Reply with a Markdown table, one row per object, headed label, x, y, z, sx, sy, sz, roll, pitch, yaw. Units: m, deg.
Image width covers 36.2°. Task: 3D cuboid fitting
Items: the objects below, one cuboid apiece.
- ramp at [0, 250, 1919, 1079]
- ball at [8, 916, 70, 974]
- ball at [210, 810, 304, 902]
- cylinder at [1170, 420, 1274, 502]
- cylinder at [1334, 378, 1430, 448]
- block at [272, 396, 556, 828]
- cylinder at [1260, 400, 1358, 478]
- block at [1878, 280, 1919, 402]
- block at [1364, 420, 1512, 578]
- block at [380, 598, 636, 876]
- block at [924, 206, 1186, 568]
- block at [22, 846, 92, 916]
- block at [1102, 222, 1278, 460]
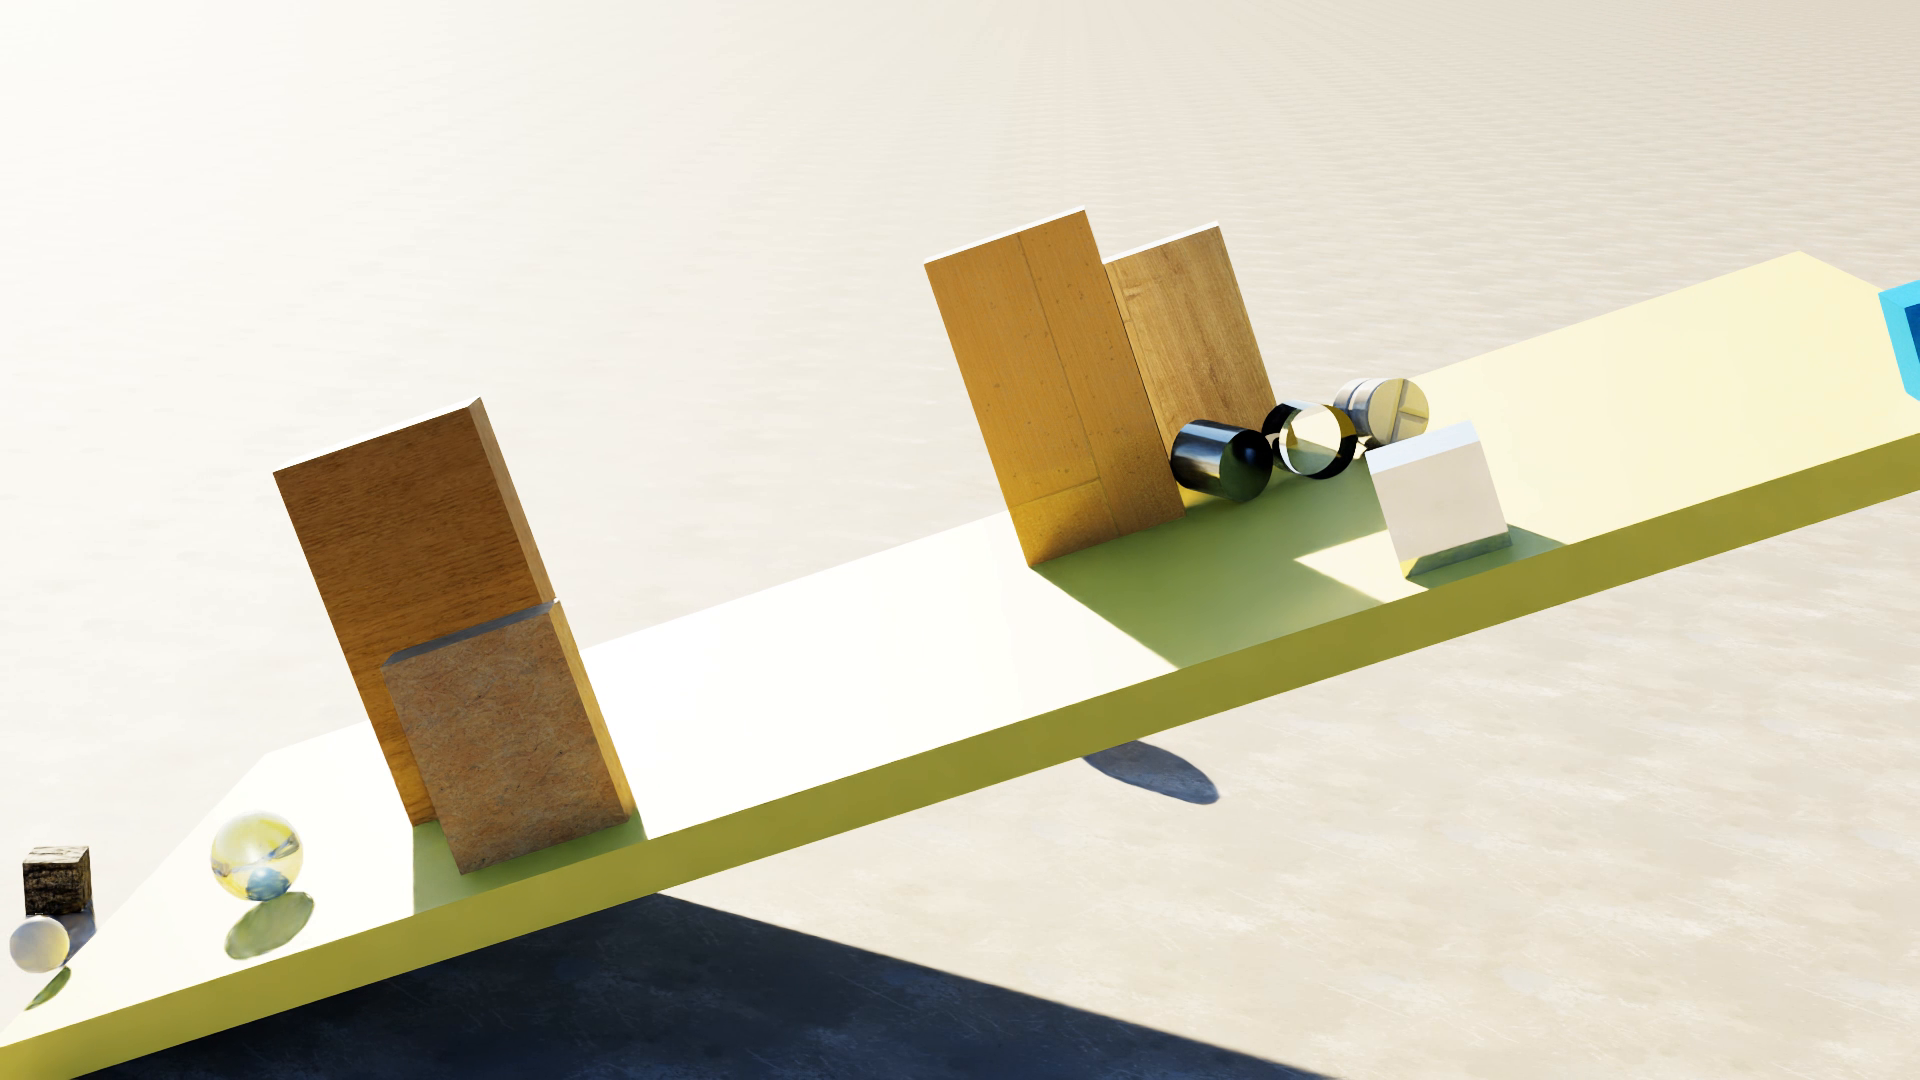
| label | x | y | z | sx | sy | sz | roll | pitch | yaw |
| --- | --- | --- | --- | --- | --- | --- | --- | --- | --- |
| ramp | 0.107 | 0.180 | 6.304 | 4.000 | 0.100 | 2.000 | -18 | 11 | 6 |
| ball | -1.868 | 0.822 | 5.967 | 0.117 | 0.117 | 0.117 | 0 | 12 | 0 |
| ball | -1.413 | 0.636 | 5.915 | 0.185 | 0.185 | 0.185 | 0 | 12 | 0 |
| cylinder | 0.576 | -0.176 | 6.481 | 0.160 | 0.160 | 0.160 | -9 | 15 | -36 |
| cylinder | 0.926 | -0.279 | 6.478 | 0.156 | 0.156 | 0.156 | -5 | 5 | -23 |
| block | -1.065 | 0.150 | 6.092 | 0.429 | 0.794 | 0.130 | -18 | 11 | 6 |
| cylinder | 0.765 | -0.222 | 6.455 | 0.164 | 0.164 | 0.164 | -3 | 5 | -15 |
| block | 1.804 | -0.372 | 5.316 | 0.195 | 0.195 | 0.195 | -18 | 11 | 7 |
| block | 0.881 | -0.077 | 5.427 | 0.205 | 0.205 | 0.205 | -18 | 11 | 8 |
| block | -0.856 | 0.374 | 5.595 | 0.340 | 0.429 | 0.117 | -18 | 11 | 6 |
| block | 0.212 | -0.339 | 6.514 | 0.371 | 0.715 | 0.098 | -18 | 11 | 6 |
| block | -2.028 | 0.764 | 6.609 | 0.121 | 0.121 | 0.121 | -1 | 12 | -4 |
| block | 0.517 | -0.435 | 6.942 | 0.366 | 0.537 | 0.099 | -18 | 11 | 6 |
